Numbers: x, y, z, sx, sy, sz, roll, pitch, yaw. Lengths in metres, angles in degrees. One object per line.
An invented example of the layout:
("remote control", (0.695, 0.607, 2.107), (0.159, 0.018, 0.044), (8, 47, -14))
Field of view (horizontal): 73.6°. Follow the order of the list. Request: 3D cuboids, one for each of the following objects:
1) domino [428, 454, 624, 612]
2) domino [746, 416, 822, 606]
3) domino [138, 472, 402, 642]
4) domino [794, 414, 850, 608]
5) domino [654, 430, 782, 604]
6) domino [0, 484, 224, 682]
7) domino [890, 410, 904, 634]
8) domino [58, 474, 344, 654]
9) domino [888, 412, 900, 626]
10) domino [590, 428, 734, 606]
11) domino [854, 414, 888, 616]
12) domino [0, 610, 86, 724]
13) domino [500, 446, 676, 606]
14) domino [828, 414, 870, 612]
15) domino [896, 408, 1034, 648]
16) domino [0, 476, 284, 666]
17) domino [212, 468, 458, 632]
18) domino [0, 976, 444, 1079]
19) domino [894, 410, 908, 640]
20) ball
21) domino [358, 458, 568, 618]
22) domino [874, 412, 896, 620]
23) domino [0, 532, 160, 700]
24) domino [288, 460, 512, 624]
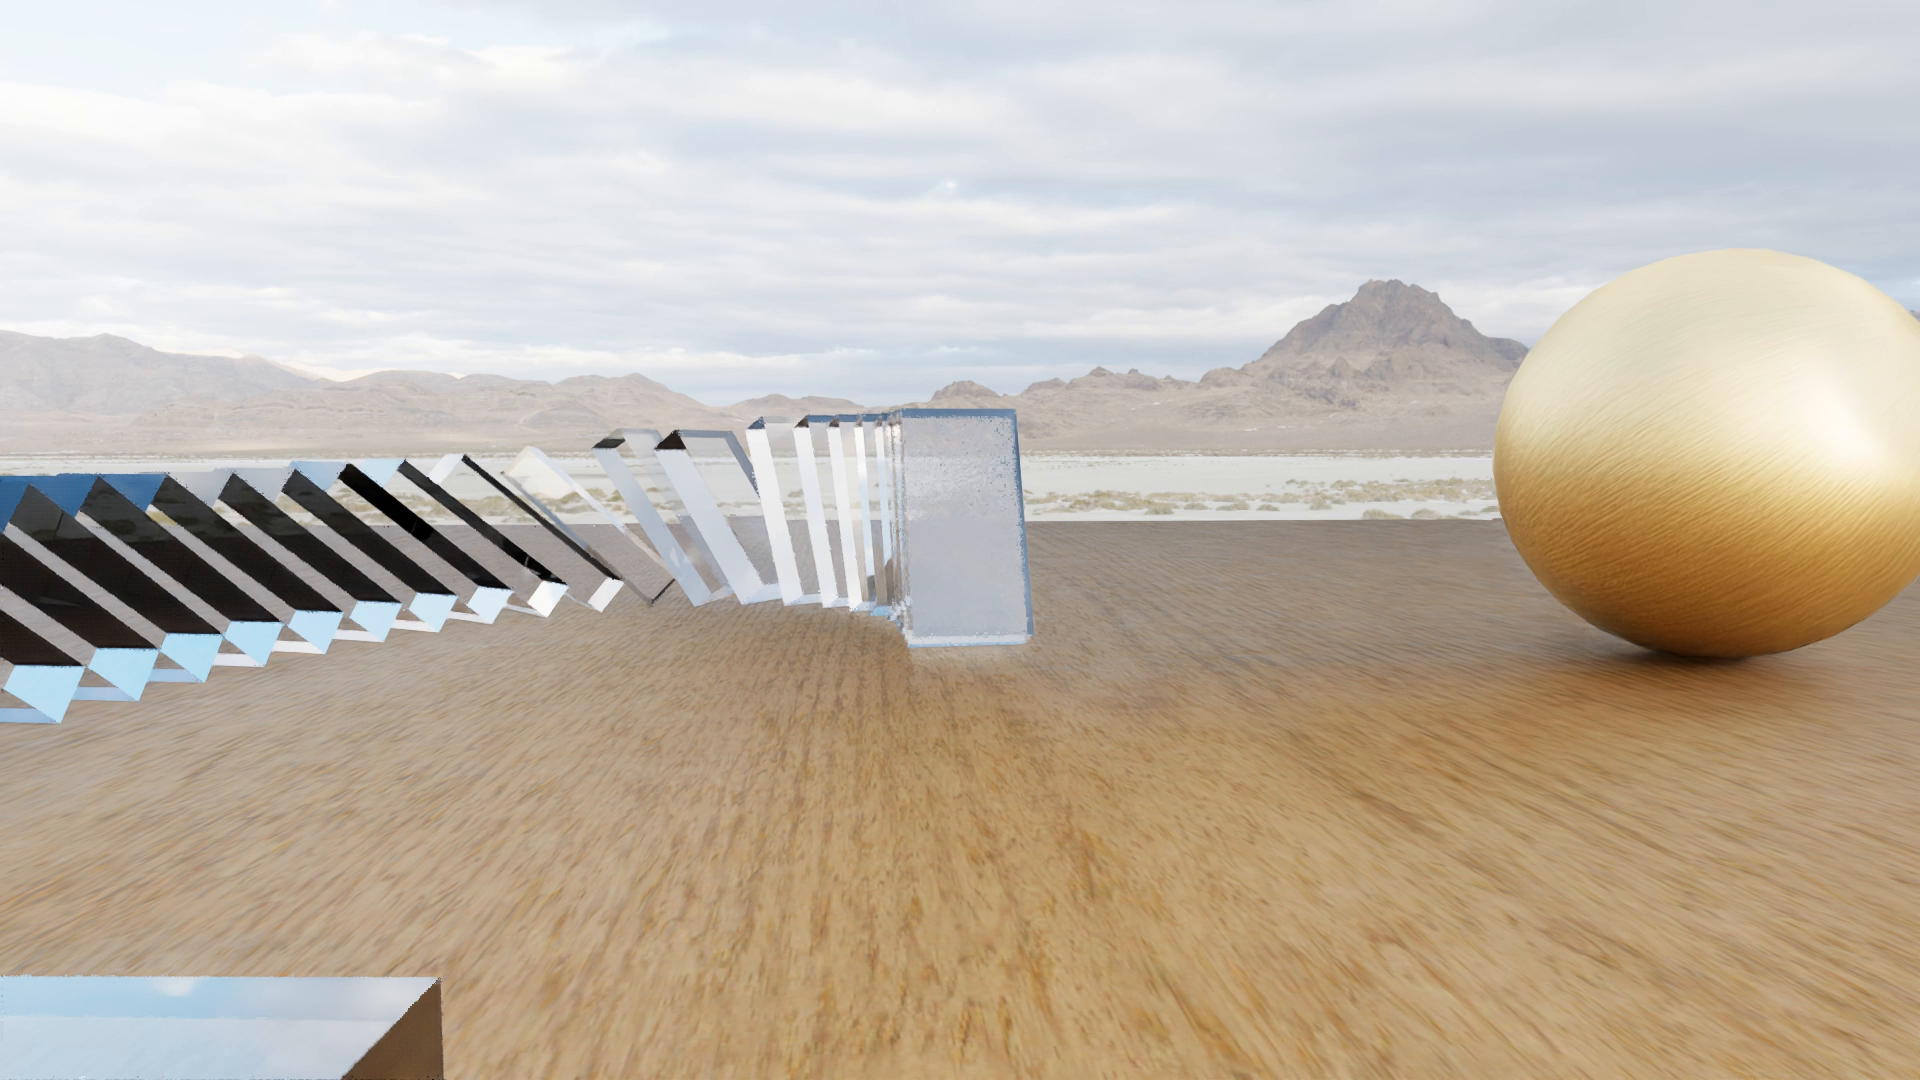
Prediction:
("domino", (-0.111, -0.002, 0.326), (0.050, 0.010, 0.025), (44, -18, -26))
("domino", (-0.040, -0.009, 0.348), (0.025, 0.050, 0.009), (-4, -16, -40))
("domino", (-0.142, 0.004, 0.263), (0.025, 0.010, 0.050), (2, -32, 21))
("domino", (-0.027, -0.008, 0.342), (0.025, 0.050, 0.010), (-3, -16, -31))
("domino", (-0.061, -0.007, 0.352), (0.010, 0.050, 0.025), (-37, -13, 24))
("domino", (-0.149, 0.008, 0.212), (0.025, 0.009, 0.050), (0, -31, 7))
("domino", (-0.002, -0.005, 0.294), (0.025, 0.050, 0.009), (-1, -17, -10))
("domino", (-0.146, 0.006, 0.246), (0.025, 0.010, 0.050), (1, -32, 16))
("domino", (-0.003, -0.005, 0.304), (0.025, 0.050, 0.010), (-1, -17, -10))
("domino", (-0.077, -0.007, 0.348), (0.010, 0.050, 0.025), (-34, -2, 11))
("domino", (-0.012, -0.007, 0.324), (0.025, 0.050, 0.009), (-1, -17, -16))
("domino", (-0.151, 0.011, 0.178), (0.025, 0.010, 0.050), (0, -32, 5))
("domino", (-0.097, -0.004, 0.340), (0.050, 0.010, 0.025), (44, -6, -11))
("domino", (-0.018, -0.008, 0.334), (0.025, 0.050, 0.010), (-2, -16, -24))
("domino", (0.001, -0.003, 0.273), (0.025, 0.050, 0.010), (-1, -17, -10))
("domino", (-0.149, 0.007, 0.229), (0.025, 0.009, 0.050), (1, -32, 12))
("domino", (-0.137, 0.003, 0.279), (0.025, 0.010, 0.050), (2, -32, 26))
("domino", (-0.057, 0.033, 0.068), (0.050, 0.010, 0.025), (0, 4, 0))
("domino", (0.000, -0.004, 0.284), (0.025, 0.050, 0.010), (-1, -17, -10))
("ball", (0.148, -0.016, 0.253), (0.080, 0.080, 0.080), (0, 4, 0))
("domino", (-0.122, 0.000, 0.312), (0.025, 0.010, 0.050), (5, -33, 47))
("domino", (-0.006, -0.006, 0.314), (0.025, 0.050, 0.010), (-1, -17, -14))
("domino", (-0.150, 0.010, 0.195), (0.025, 0.010, 0.050), (0, -31, 5))
("domino", (-0.131, 0.001, 0.296), (0.025, 0.009, 0.050), (3, -33, 37))
